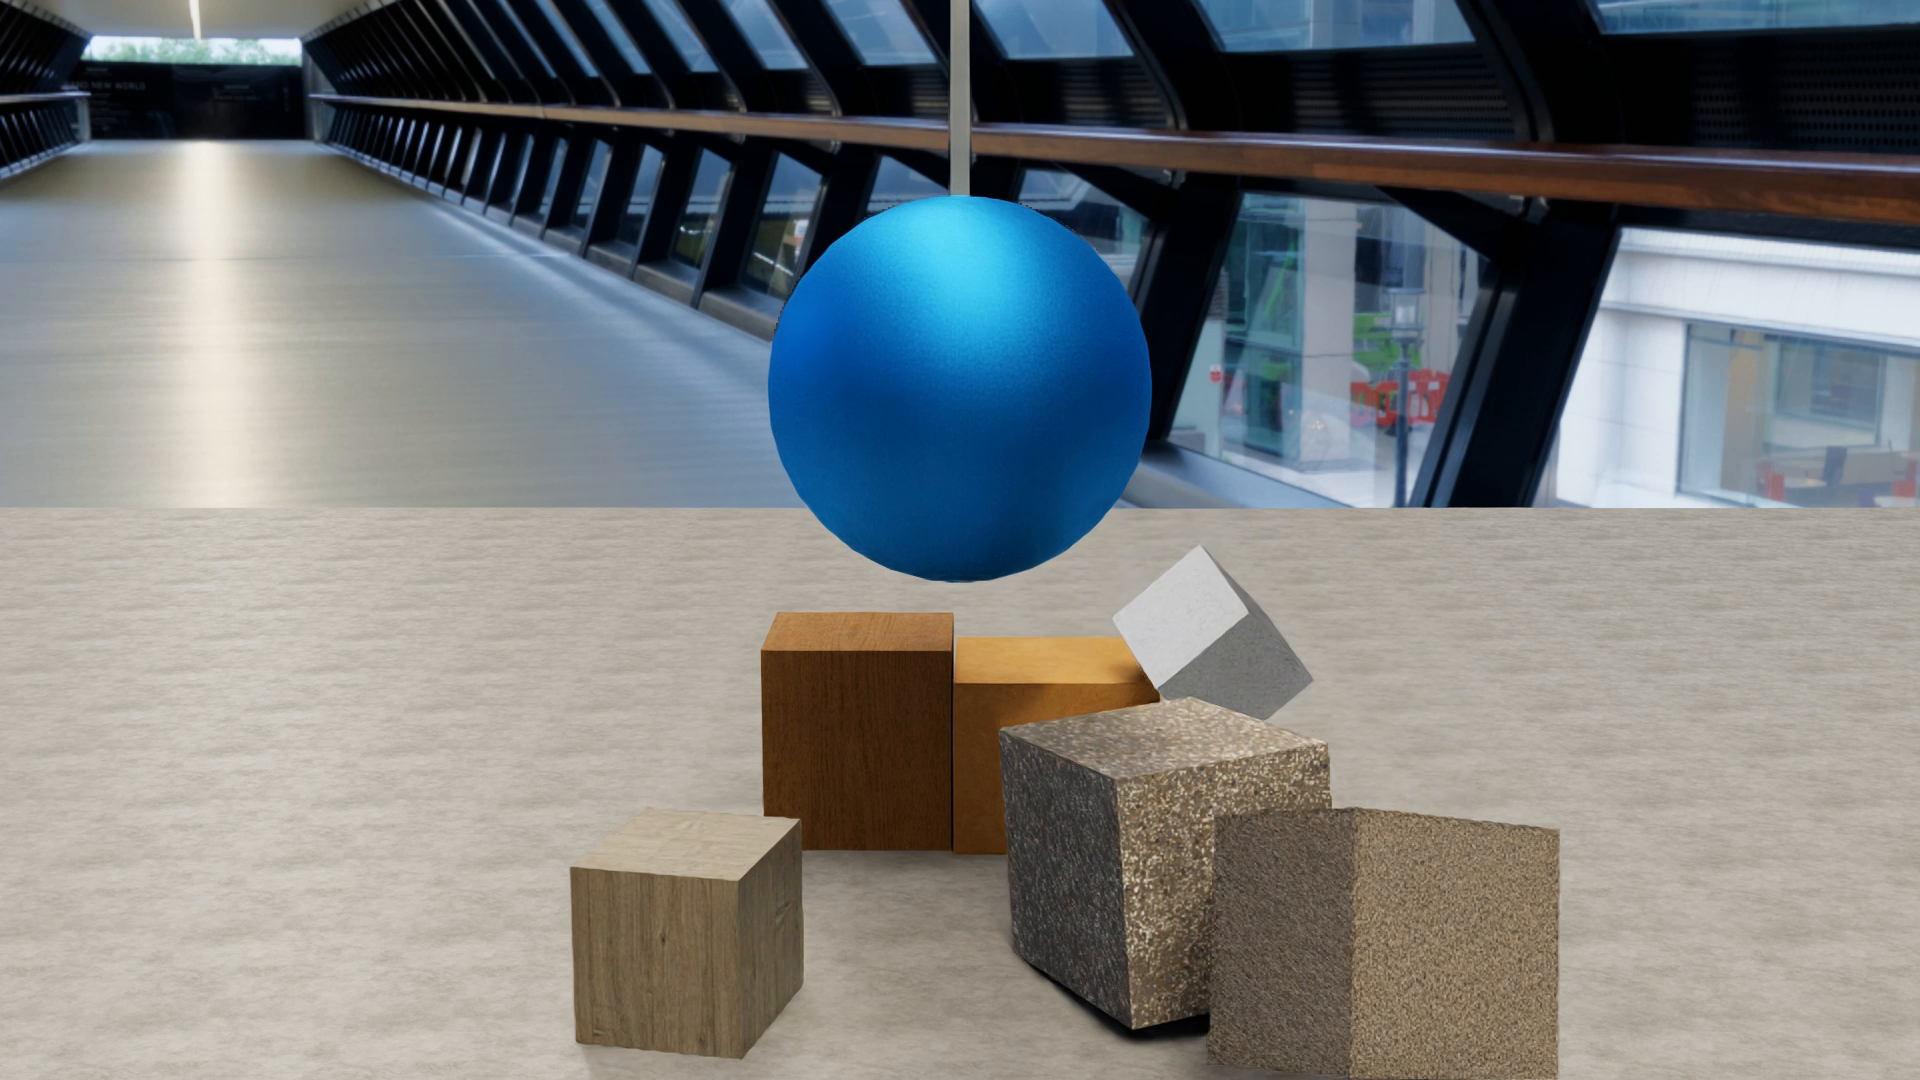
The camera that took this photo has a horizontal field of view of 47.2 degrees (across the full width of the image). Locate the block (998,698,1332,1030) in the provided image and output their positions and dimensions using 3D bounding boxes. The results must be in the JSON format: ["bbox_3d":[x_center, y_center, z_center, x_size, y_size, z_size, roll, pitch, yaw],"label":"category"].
[{"bbox_3d":[0.855,1.308,9.222,0.948,1.001,1.148,-7,8,-22],"label":"block"}]

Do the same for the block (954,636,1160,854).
[{"bbox_3d":[0.484,1.044,11.372,1.017,0.877,1.019,0,10,1],"label":"block"}]

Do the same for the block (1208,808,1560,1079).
[{"bbox_3d":[1.512,1.457,7.879,0.906,0.888,0.820,9,-13,-27],"label":"block"}]

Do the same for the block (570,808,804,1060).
[{"bbox_3d":[-1.086,1.570,8.901,0.688,0.725,0.797,2,11,13],"label":"block"}]

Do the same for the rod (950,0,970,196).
[{"bbox_3d":[0.000,-3.989,9.620,0.080,5.200,0.080,0,-8,0],"label":"rod"}]

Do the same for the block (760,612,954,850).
[{"bbox_3d":[-0.508,0.970,11.365,0.938,1.026,0.896,0,10,1],"label":"block"}]

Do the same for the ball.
[{"bbox_3d":[0.000,-0.623,9.139,1.600,1.600,1.600,0,10,0],"label":"ball"}]

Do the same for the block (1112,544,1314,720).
[{"bbox_3d":[1.245,0.538,10.868,0.623,0.577,0.610,43,11,-36],"label":"block"}]
